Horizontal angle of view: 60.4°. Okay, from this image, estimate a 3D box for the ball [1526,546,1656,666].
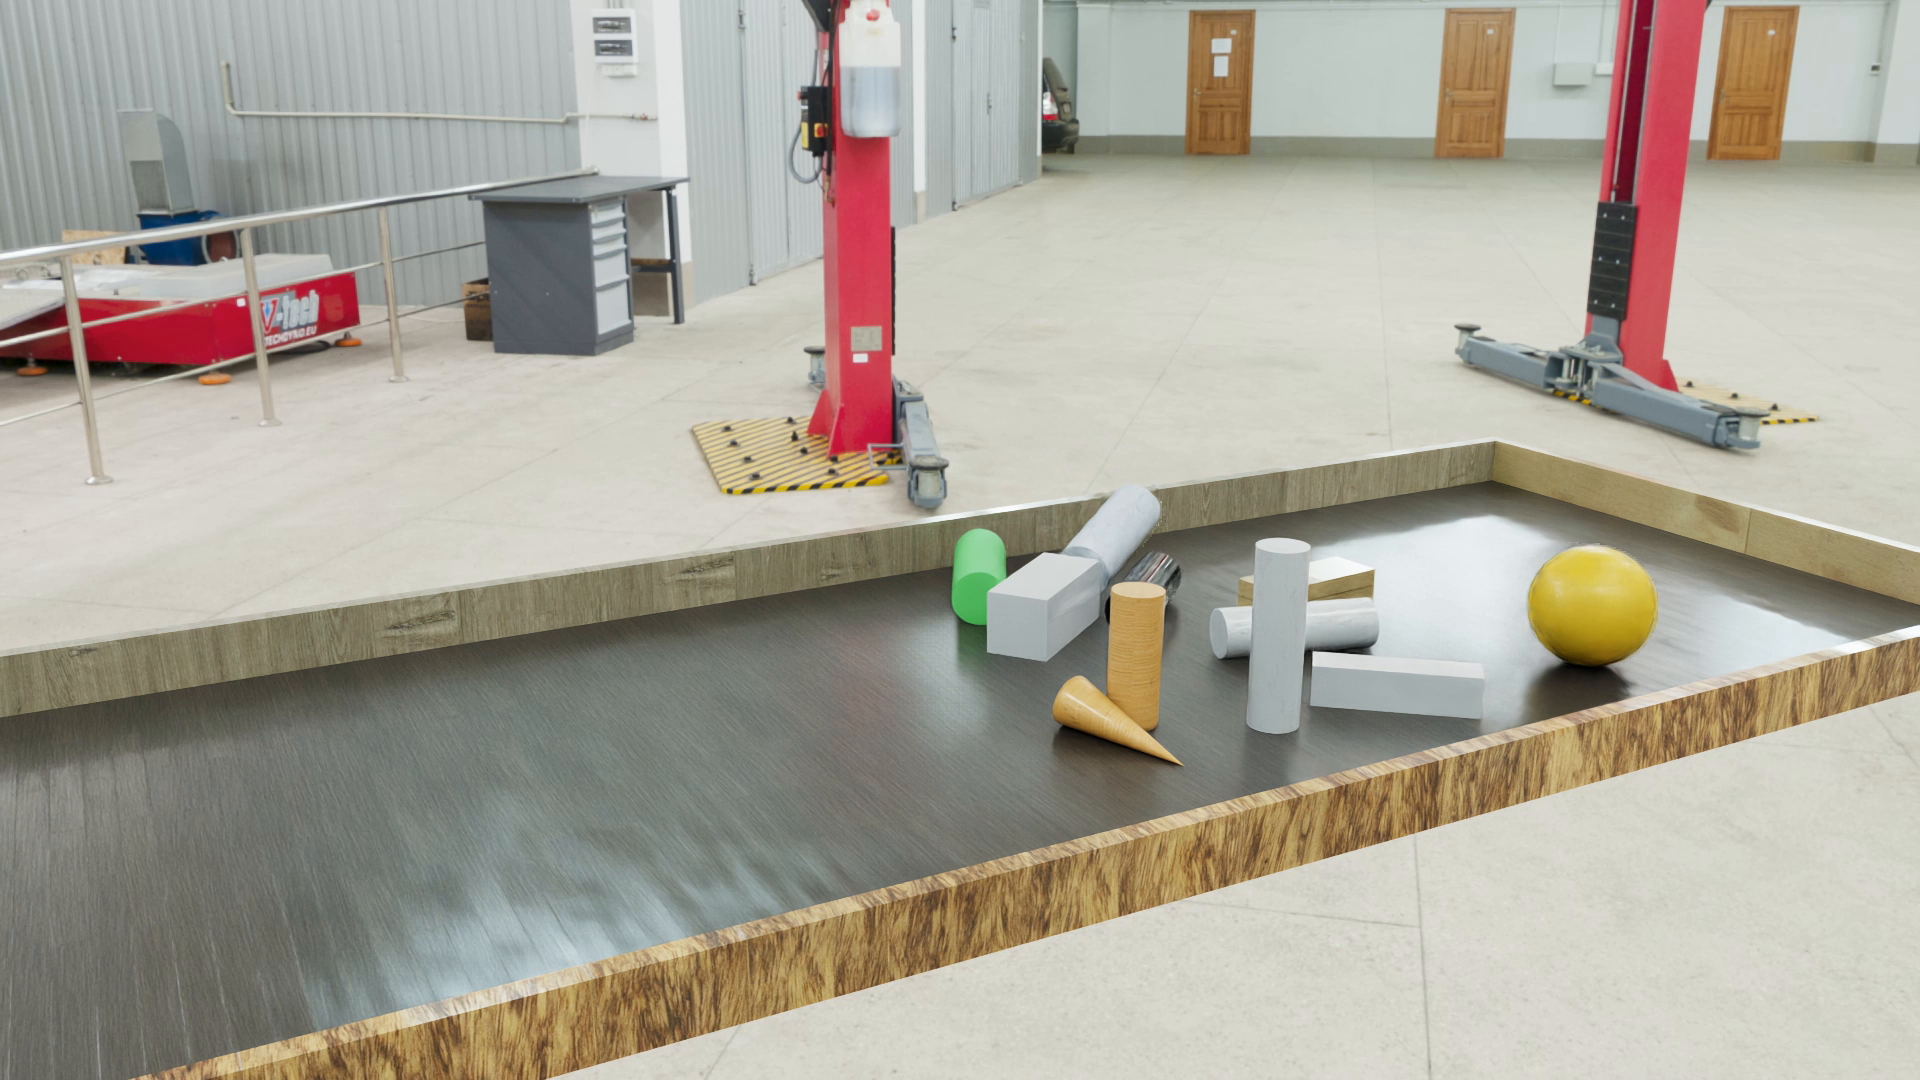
[{"bbox_3d":[1.617,0.169,4.227,0.312,0.312,0.312,0,16,0],"label":"ball"}]

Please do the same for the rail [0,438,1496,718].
[{"bbox_3d":[-3.305,0.497,3.399,12.000,0.150,0.050,-9,18,-27],"label":"rail"}]

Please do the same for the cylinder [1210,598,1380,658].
[{"bbox_3d":[0.878,0.231,4.336,0.421,0.132,0.132,-4,17,-12],"label":"cylinder"}]

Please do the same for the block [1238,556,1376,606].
[{"bbox_3d":[0.954,0.162,4.548,0.374,0.145,0.145,-11,19,-32],"label":"block"}]

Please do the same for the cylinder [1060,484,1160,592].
[{"bbox_3d":[0.447,-0.003,4.934,0.165,0.165,0.444,8,29,25],"label":"cylinder"}]

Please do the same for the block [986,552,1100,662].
[{"bbox_3d":[0.230,0.176,4.458,0.169,0.169,0.390,8,18,24],"label":"block"}]

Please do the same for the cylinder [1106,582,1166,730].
[{"bbox_3d":[0.408,0.272,3.846,0.126,0.326,0.126,1,16,0],"label":"cylinder"}]

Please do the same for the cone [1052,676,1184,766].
[{"bbox_3d":[0.379,0.438,3.756,0.125,0.125,0.344,-16,33,-42],"label":"cone"}]

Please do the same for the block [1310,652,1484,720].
[{"bbox_3d":[1.052,0.349,3.984,0.397,0.103,0.103,3,17,12],"label":"block"}]

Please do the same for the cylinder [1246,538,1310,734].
[{"bbox_3d":[0.737,0.222,3.824,0.124,0.437,0.124,0,16,0],"label":"cylinder"}]

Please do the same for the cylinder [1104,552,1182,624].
[{"bbox_3d":[0.514,0.149,4.606,0.137,0.137,0.350,6,17,18],"label":"cylinder"}]

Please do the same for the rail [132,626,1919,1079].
[{"bbox_3d":[-2.336,1.006,1.665,12.000,0.150,0.050,-9,18,-27],"label":"rail"}]

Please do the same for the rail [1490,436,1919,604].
[{"bbox_3d":[2.466,-0.048,5.253,0.050,0.150,2.100,-9,18,-27],"label":"rail"}]

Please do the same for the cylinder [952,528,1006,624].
[{"bbox_3d":[0.057,0.101,4.741,0.153,0.153,0.432,0,16,1],"label":"cylinder"}]
